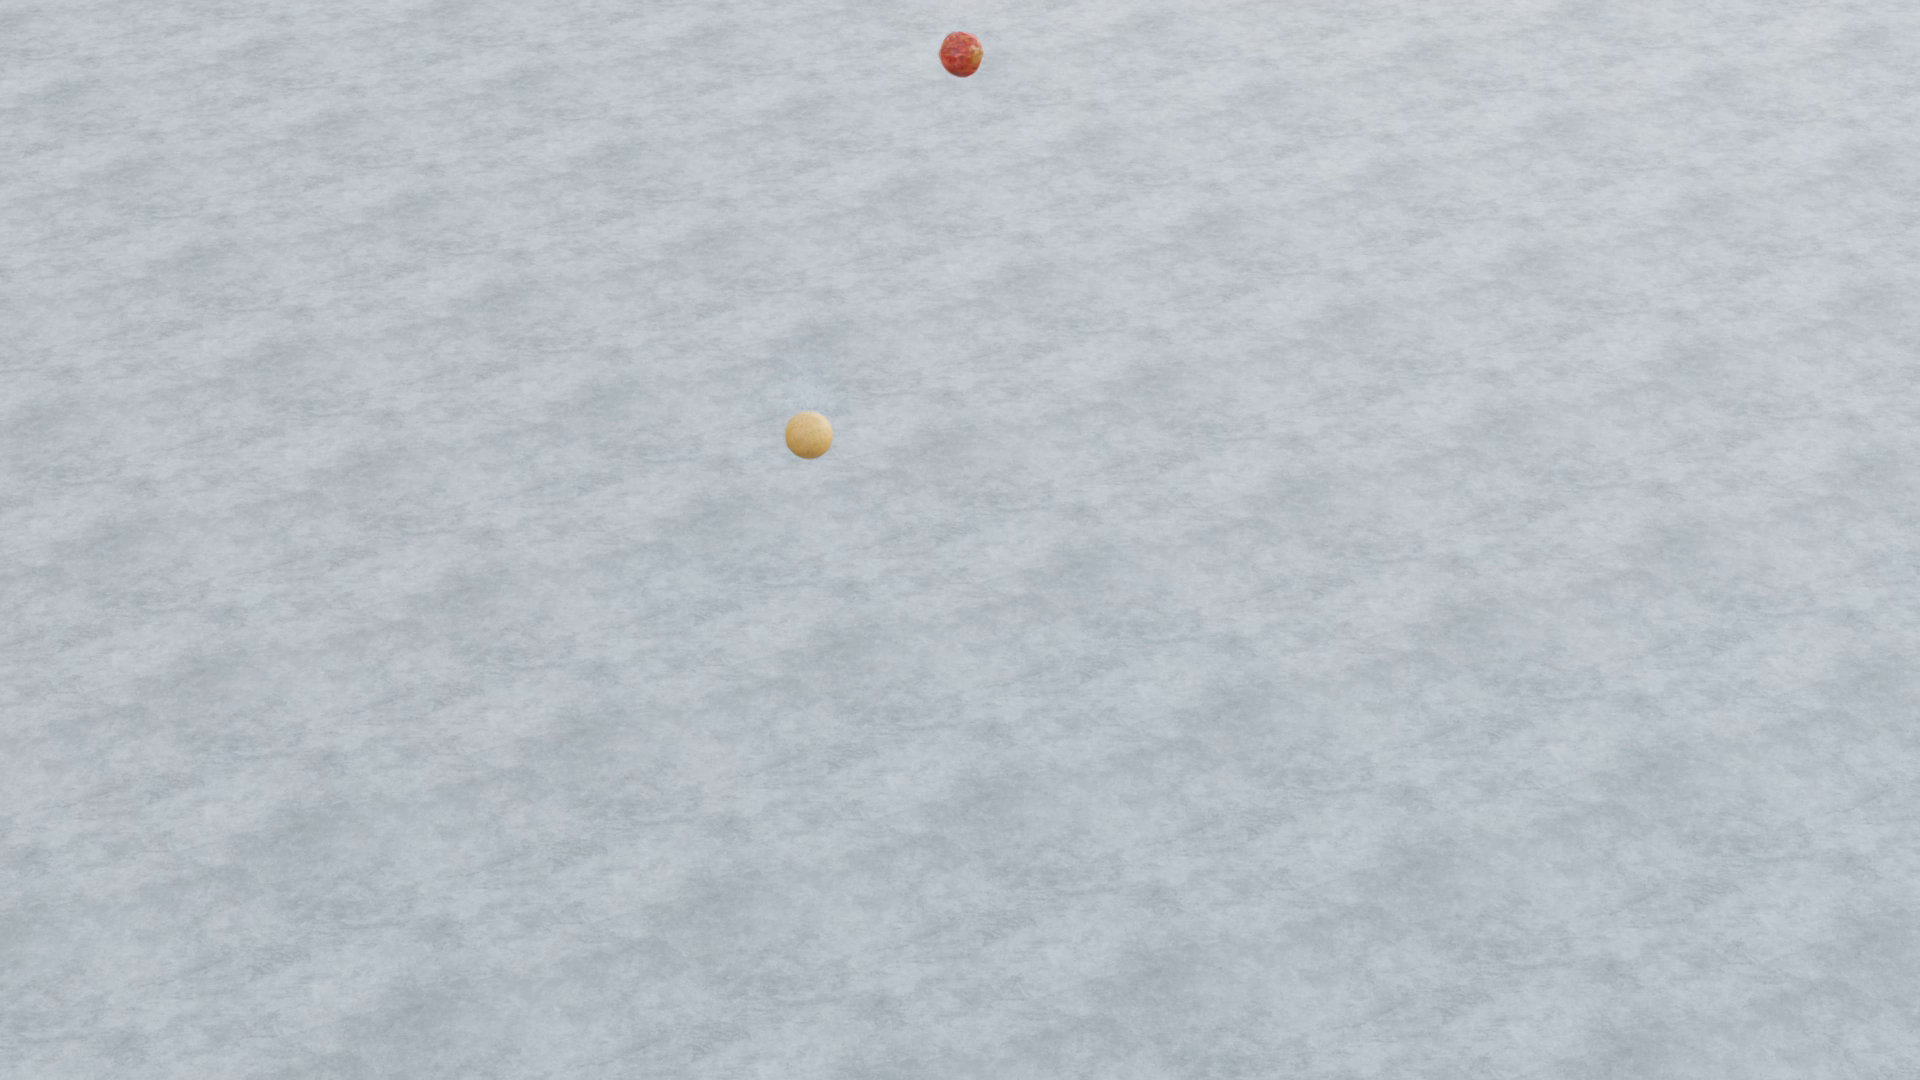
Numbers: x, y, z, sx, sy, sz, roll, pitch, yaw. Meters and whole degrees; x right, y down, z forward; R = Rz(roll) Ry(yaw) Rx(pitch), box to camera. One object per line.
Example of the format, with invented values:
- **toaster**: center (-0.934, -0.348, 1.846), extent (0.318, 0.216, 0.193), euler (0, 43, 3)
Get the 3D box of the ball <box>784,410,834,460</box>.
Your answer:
- **ball**: center (-0.411, -0.286, 7.968), extent (0.132, 0.132, 0.132), euler (0, 33, 0)
